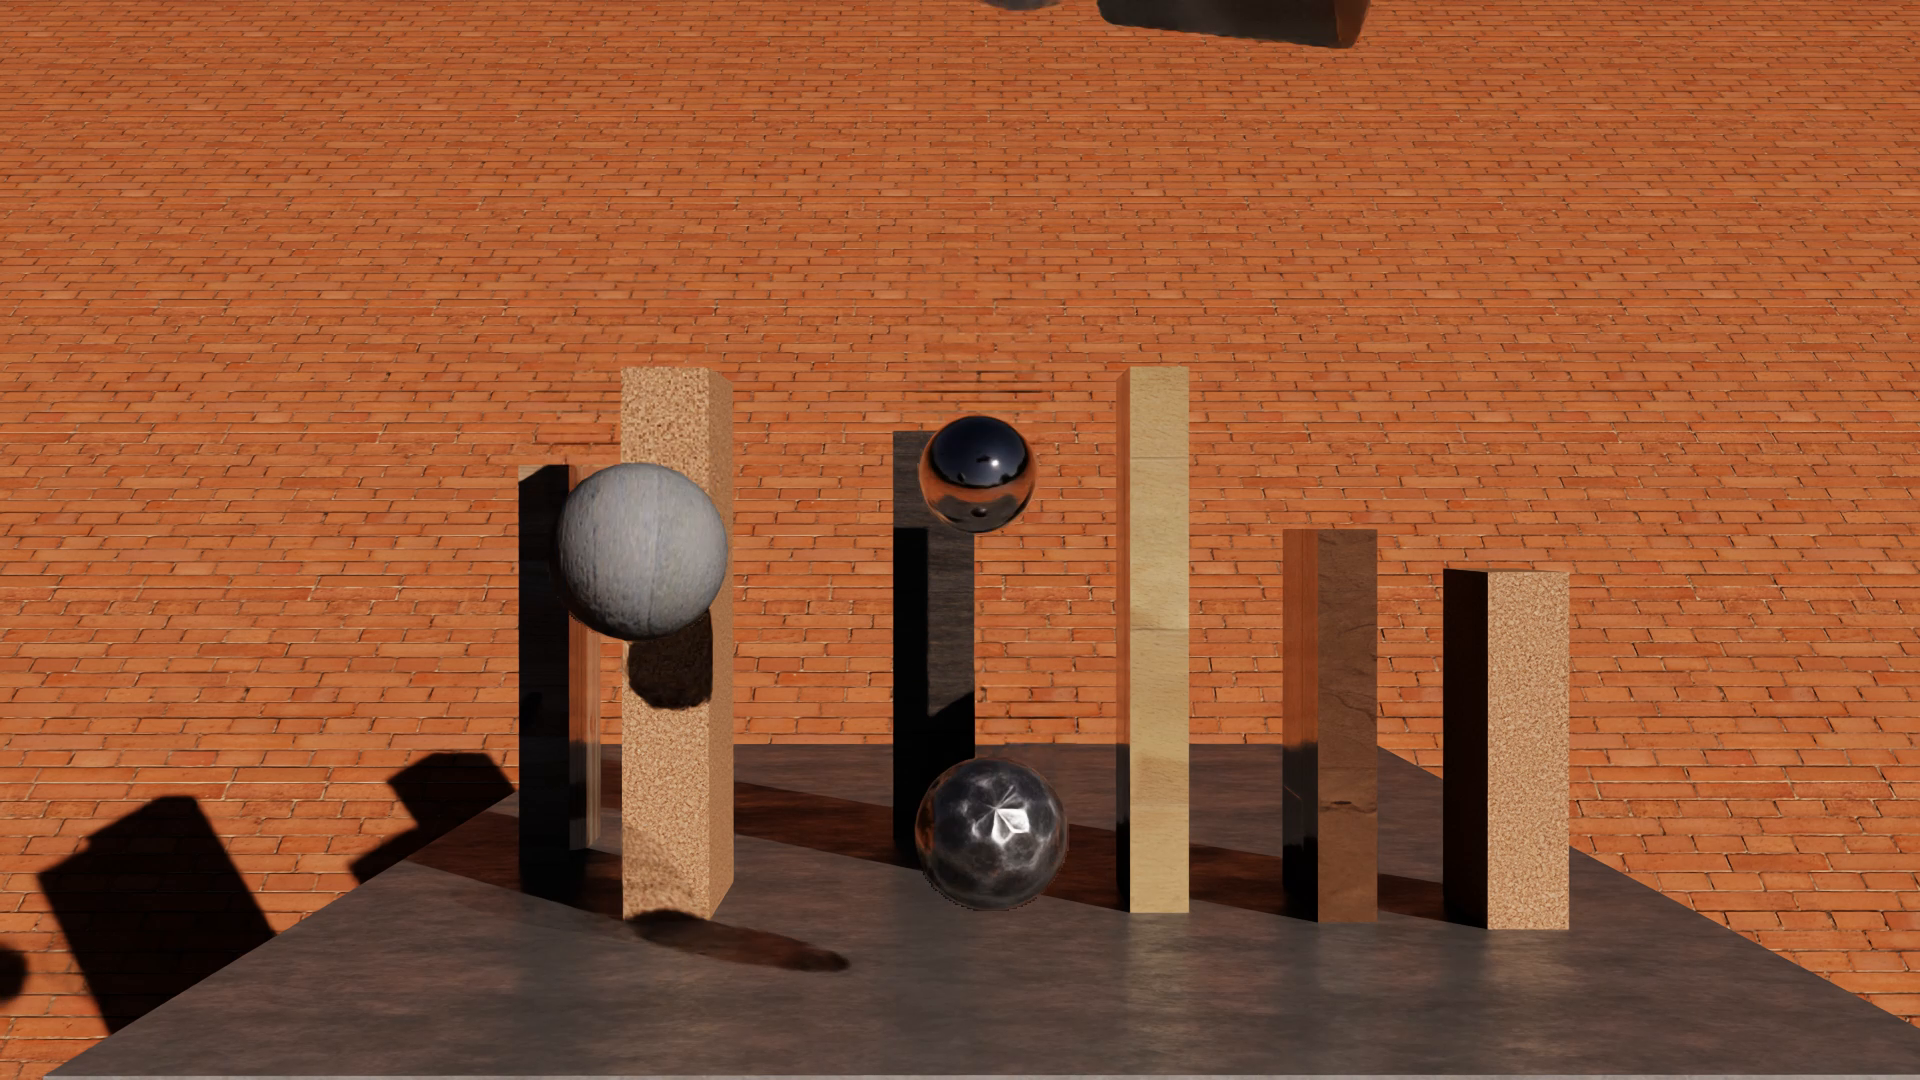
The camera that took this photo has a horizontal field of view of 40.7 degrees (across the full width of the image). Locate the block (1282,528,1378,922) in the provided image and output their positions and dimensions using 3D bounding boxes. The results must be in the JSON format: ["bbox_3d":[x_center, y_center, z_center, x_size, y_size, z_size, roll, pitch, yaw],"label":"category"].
[{"bbox_3d":[0.546,0.261,3.841,0.084,0.554,0.397,0,0,0],"label":"block"}]

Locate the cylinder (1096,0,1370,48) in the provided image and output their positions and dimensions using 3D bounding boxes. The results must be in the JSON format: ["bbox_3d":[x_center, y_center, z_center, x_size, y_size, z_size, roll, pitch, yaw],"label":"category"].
[{"bbox_3d":[0.240,-0.533,2.197,0.207,0.207,0.207,10,30,17],"label":"cylinder"}]

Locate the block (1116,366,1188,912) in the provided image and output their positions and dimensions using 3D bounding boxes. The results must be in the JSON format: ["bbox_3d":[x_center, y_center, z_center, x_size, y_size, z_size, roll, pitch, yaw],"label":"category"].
[{"bbox_3d":[0.288,0.143,3.899,0.085,0.789,0.328,0,0,0],"label":"block"}]

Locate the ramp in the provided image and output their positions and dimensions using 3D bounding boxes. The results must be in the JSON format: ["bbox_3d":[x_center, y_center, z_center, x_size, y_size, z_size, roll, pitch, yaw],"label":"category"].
[{"bbox_3d":[0.065,0.584,4.632,2.000,0.100,4.000,0,0,0],"label":"ramp"}]

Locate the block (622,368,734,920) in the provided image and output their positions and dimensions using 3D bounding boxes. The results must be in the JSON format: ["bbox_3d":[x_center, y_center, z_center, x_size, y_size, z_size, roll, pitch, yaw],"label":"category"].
[{"bbox_3d":[-0.417,0.146,3.860,0.123,0.784,0.396,0,0,0],"label":"block"}]

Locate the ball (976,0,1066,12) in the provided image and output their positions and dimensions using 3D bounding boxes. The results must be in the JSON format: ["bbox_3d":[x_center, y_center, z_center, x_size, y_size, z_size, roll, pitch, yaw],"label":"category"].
[{"bbox_3d":[0.049,-0.506,2.078,0.159,0.159,0.159,0,29,0],"label":"ball"}]

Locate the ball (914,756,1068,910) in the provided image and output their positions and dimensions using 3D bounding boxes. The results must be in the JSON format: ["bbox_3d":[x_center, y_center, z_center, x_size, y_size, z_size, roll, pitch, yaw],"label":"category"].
[{"bbox_3d":[0.035,0.335,2.964,0.176,0.176,0.176,0,29,0],"label":"ball"}]

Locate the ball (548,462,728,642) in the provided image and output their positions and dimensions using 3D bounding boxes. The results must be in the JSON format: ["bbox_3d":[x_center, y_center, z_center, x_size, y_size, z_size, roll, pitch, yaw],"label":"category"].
[{"bbox_3d":[-0.314,0.011,2.522,0.175,0.175,0.175,0,29,0],"label":"ball"}]

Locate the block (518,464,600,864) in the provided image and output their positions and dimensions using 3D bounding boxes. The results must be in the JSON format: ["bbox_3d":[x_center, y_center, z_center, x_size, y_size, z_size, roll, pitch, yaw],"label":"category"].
[{"bbox_3d":[-0.690,0.205,4.476,0.084,0.660,0.377,0,0,0],"label":"block"}]

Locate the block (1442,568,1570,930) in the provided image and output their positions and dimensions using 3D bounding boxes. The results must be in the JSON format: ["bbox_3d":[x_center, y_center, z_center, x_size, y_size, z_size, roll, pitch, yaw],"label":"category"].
[{"bbox_3d":[0.787,0.291,3.746,0.113,0.495,0.331,0,0,0],"label":"block"}]

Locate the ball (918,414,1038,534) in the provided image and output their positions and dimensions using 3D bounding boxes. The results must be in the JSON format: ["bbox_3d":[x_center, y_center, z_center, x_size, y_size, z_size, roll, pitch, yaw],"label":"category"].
[{"bbox_3d":[0.021,-0.078,3.055,0.140,0.140,0.140,0,29,0],"label":"ball"}]

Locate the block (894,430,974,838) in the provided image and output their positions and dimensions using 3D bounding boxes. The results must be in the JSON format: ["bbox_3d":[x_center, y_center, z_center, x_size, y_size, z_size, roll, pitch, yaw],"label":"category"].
[{"bbox_3d":[-0.047,0.168,4.766,0.146,0.730,0.262,0,0,0],"label":"block"}]
